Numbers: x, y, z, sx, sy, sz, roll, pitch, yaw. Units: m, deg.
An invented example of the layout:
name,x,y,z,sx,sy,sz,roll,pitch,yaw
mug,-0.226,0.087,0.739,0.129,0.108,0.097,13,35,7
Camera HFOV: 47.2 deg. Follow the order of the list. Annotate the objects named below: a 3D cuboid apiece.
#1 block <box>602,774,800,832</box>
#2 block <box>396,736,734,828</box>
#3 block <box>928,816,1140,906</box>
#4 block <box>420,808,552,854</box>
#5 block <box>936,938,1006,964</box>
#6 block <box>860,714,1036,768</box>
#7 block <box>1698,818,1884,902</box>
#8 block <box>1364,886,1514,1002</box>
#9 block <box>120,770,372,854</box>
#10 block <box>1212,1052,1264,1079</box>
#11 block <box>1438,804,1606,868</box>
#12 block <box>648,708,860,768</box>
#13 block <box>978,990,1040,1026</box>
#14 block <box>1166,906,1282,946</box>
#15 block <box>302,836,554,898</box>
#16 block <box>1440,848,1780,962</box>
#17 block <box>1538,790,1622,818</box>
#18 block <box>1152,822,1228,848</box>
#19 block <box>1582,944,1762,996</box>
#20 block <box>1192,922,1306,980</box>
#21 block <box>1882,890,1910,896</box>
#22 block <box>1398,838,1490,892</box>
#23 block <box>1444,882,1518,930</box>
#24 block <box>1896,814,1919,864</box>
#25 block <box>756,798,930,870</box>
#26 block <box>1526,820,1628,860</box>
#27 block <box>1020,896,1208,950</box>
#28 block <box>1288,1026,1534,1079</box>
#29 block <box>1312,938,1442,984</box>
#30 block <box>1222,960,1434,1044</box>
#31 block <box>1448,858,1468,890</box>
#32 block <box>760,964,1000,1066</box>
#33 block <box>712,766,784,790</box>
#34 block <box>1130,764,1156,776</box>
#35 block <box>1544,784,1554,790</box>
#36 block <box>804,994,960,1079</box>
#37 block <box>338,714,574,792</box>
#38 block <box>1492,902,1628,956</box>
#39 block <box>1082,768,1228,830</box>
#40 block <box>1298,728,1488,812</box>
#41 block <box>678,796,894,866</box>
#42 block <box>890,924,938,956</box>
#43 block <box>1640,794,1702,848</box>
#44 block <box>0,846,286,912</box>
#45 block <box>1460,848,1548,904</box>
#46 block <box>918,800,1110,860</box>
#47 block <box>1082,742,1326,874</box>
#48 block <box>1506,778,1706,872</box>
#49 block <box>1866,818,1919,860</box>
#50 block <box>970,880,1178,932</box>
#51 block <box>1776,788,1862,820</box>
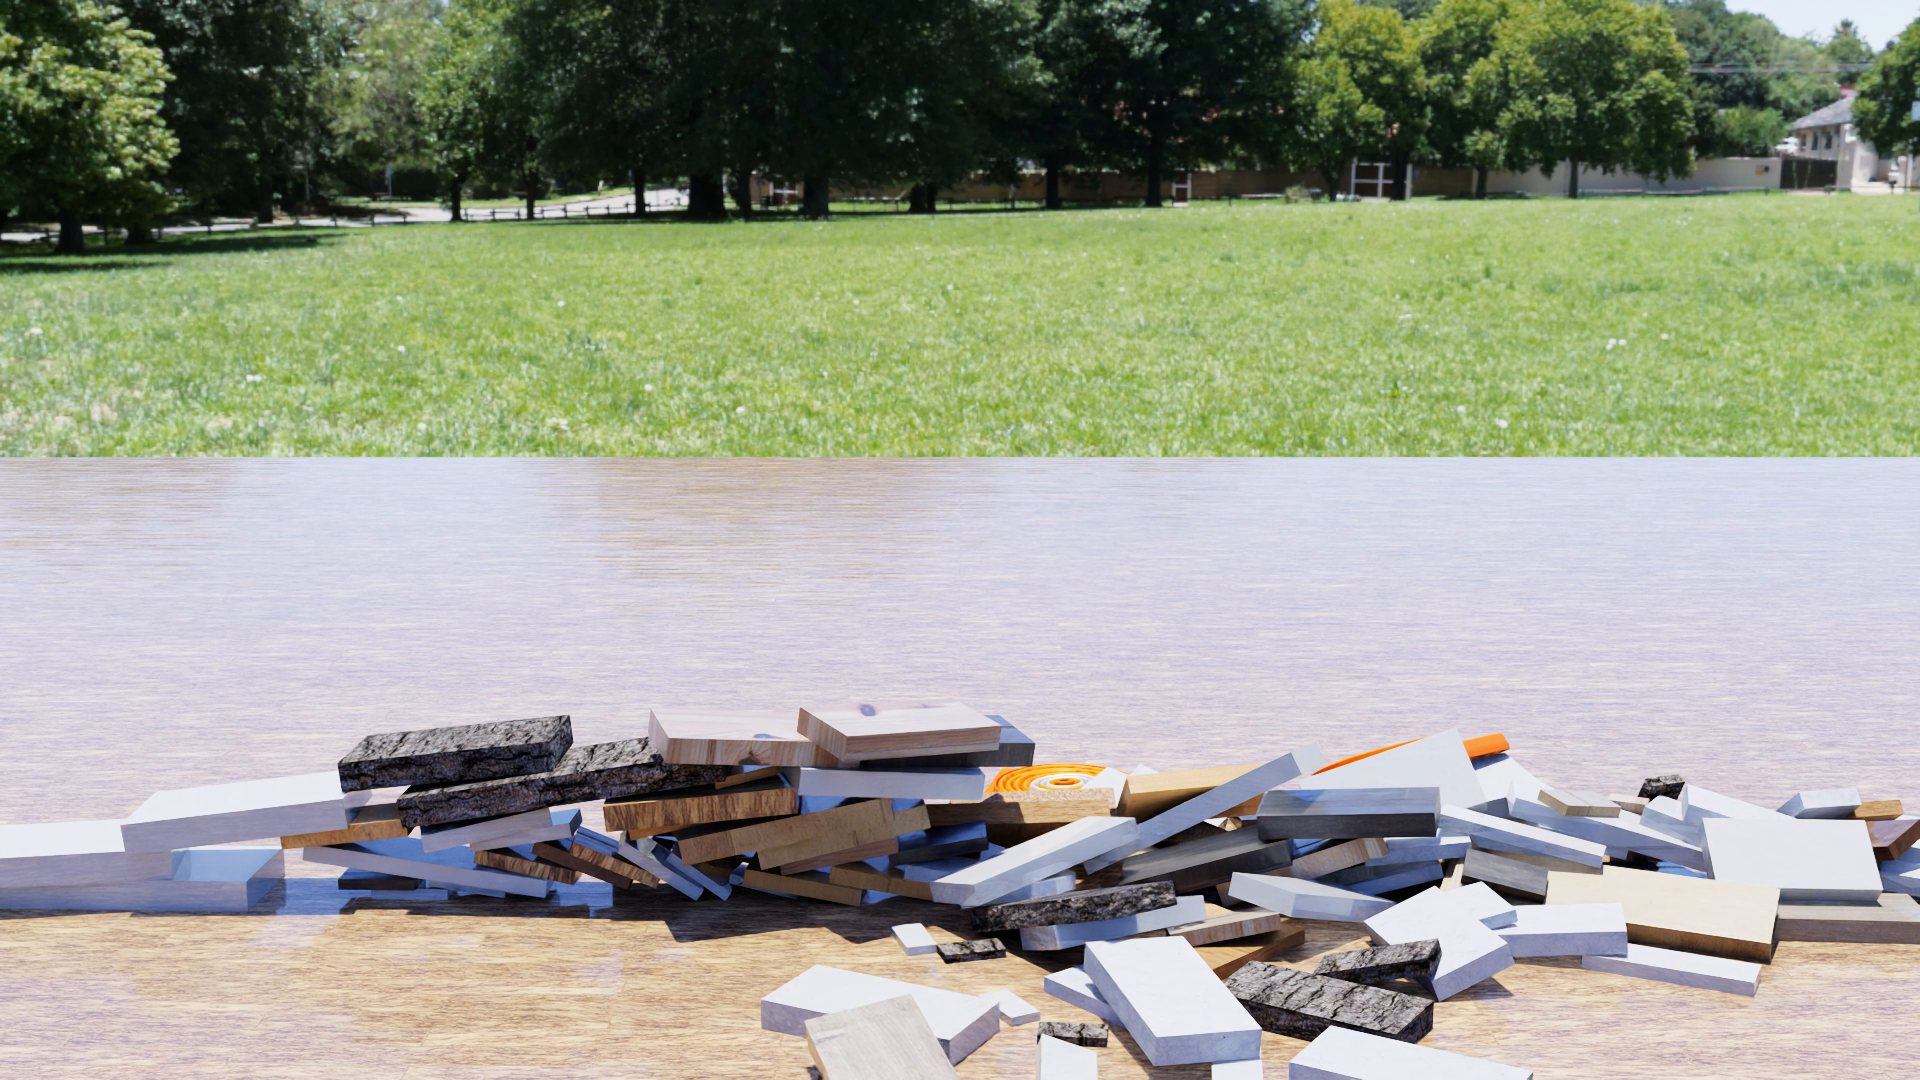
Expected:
name,x,y,z,sx,sy,sz,roll,pitch,yaw
block,-0.419,0.416,3.599,0.309,0.044,0.154,-6,13,-1
block,-0.638,0.387,3.616,0.533,0.049,0.174,-9,10,4
block,0.123,0.519,3.575,0.343,0.035,0.122,-16,5,-36
block,-0.782,0.466,3.625,0.208,0.029,0.104,-12,10,-13
block,0.018,0.634,3.394,0.097,0.014,0.049,-3,11,-16
block,-0.041,0.333,3.653,0.295,0.042,0.148,2,13,-25
block,1.341,0.517,3.557,0.260,0.037,0.130,1,50,3
block,0.724,0.610,3.337,0.127,0.036,0.255,-25,14,-7
block,-1.175,0.447,3.637,0.359,0.051,0.180,-7,11,-1
block,0.371,0.715,2.945,0.067,0.019,0.134,1,11,6
block,0.922,0.485,3.613,0.267,0.020,0.071,14,11,19
block,-0.330,0.318,3.532,0.315,0.042,0.148,4,13,-20
block,0.070,0.675,3.174,0.048,0.014,0.096,-6,12,-29
block,0.406,0.599,3.403,0.170,0.024,0.085,-11,0,-1
block,-0.879,0.534,3.663,0.402,0.029,0.104,9,11,-1
block,1.033,0.577,3.514,0.509,0.037,0.130,5,33,25
block,1.042,0.443,3.698,0.131,0.019,0.066,6,15,-33
block,0.391,0.515,3.825,0.166,0.023,0.083,21,39,24
block,1.073,0.644,3.318,0.248,0.022,0.079,5,12,27
block,0.394,0.636,3.353,0.085,0.024,0.331,10,14,43
block,1.547,0.568,3.705,0.214,0.030,0.107,0,11,0
block,0.809,0.541,3.722,0.179,0.025,0.090,-18,12,-8
block,0.812,0.575,3.445,0.071,0.020,0.142,-14,10,-6
block,1.619,0.506,3.716,0.091,0.026,0.183,6,12,28
block,-0.200,0.472,3.656,0.284,0.040,0.142,-13,13,-6
block,1.039,0.499,3.705,0.155,0.022,0.077,14,10,-3
block,0.237,0.594,3.409,0.259,0.037,0.130,-7,-7,-24
block,0.593,0.713,2.898,0.284,0.040,0.142,6,12,31
block,0.618,0.628,3.258,0.176,0.025,0.088,-14,4,25
block,0.514,0.669,3.135,0.284,0.040,0.142,7,12,32
block,0.830,0.557,3.556,0.067,0.019,0.134,4,33,24
block,-0.113,0.672,3.111,0.302,0.043,0.151,5,12,27
block,-0.350,0.379,3.581,0.113,0.016,0.056,-12,11,-16
block,0.399,0.472,4.065,0.175,0.025,0.088,24,15,13
block,0.993,0.444,3.927,0.083,0.023,0.166,-10,21,-29
block,-0.095,0.694,2.859,0.151,0.043,0.302,-12,18,-13
block,-0.833,0.353,3.652,0.348,0.049,0.174,-6,10,2
block,0.894,0.605,3.409,0.263,0.036,0.127,-4,9,14
block,0.343,0.486,3.938,0.245,0.035,0.122,20,25,24
block,0.736,0.434,3.747,0.284,0.142,0.040,-19,-30,4
block,-0.283,0.453,3.621,0.348,0.044,0.154,-12,13,1
block,-0.072,0.625,3.443,0.049,0.014,0.097,-3,11,-16
block,1.271,0.495,3.691,0.232,0.033,0.116,21,14,27
block,-1.479,0.562,3.679,0.645,0.051,0.180,0,11,2
block,0.876,0.540,3.539,0.131,0.019,0.066,13,37,12
block,0.087,0.500,3.777,0.319,0.040,0.142,0,-34,-10
block,0.405,0.450,3.690,0.418,0.040,0.142,-29,-10,24
block,1.180,0.505,3.699,0.513,0.033,0.116,16,13,7
block,1.507,0.503,3.671,0.091,0.026,0.183,-29,4,-27
block,0.169,0.564,3.376,0.130,0.037,0.350,-5,-8,-36
block,1.447,0.486,3.791,0.107,0.030,0.214,-2,-29,-12
